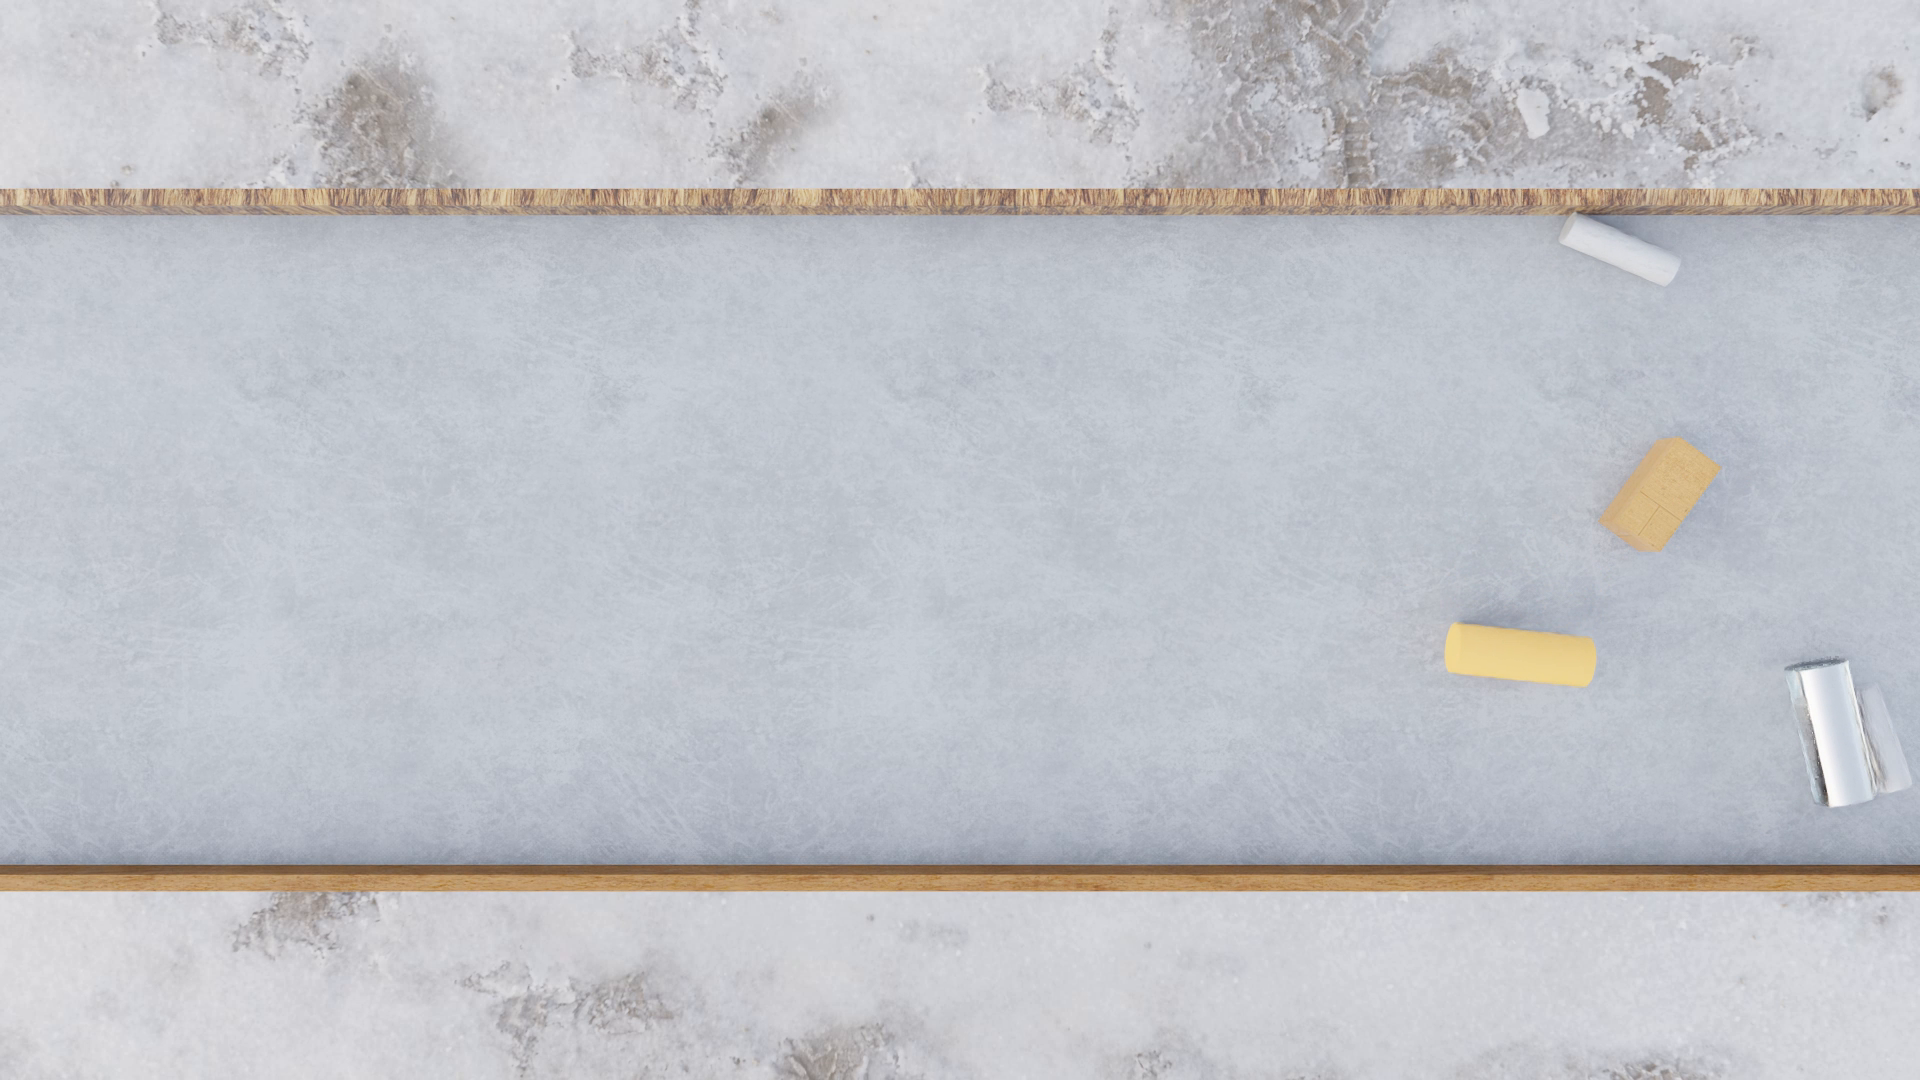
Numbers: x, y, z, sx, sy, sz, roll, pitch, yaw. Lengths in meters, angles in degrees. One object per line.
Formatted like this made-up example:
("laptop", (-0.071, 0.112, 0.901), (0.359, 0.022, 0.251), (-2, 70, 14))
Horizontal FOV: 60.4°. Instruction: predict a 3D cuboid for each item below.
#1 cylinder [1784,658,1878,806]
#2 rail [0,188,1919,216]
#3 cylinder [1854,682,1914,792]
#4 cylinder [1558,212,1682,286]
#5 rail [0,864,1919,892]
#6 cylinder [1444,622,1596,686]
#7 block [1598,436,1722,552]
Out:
("cylinder", (2.635, 0.579, 4.991), (0.172, 0.172, 0.417), (-13, 90, 0))
("rail", (-2.247, -1.025, 5.002), (12.000, 0.150, 0.050), (0, 90, 0))
("cylinder", (2.796, 0.601, 5.026), (0.101, 0.101, 0.318), (-20, 90, 0))
("cylinder", (2.010, -0.887, 5.025), (0.343, 0.102, 0.102), (23, 90, 0))
("rail", (-2.247, 1.025, 5.001), (12.000, 0.150, 0.050), (0, 90, 0))
("cylinder", (1.696, 0.347, 4.999), (0.406, 0.153, 0.153), (6, 90, 0))
("block", (2.118, -0.137, 4.998), (0.156, 0.156, 0.312), (36, 90, 0))
